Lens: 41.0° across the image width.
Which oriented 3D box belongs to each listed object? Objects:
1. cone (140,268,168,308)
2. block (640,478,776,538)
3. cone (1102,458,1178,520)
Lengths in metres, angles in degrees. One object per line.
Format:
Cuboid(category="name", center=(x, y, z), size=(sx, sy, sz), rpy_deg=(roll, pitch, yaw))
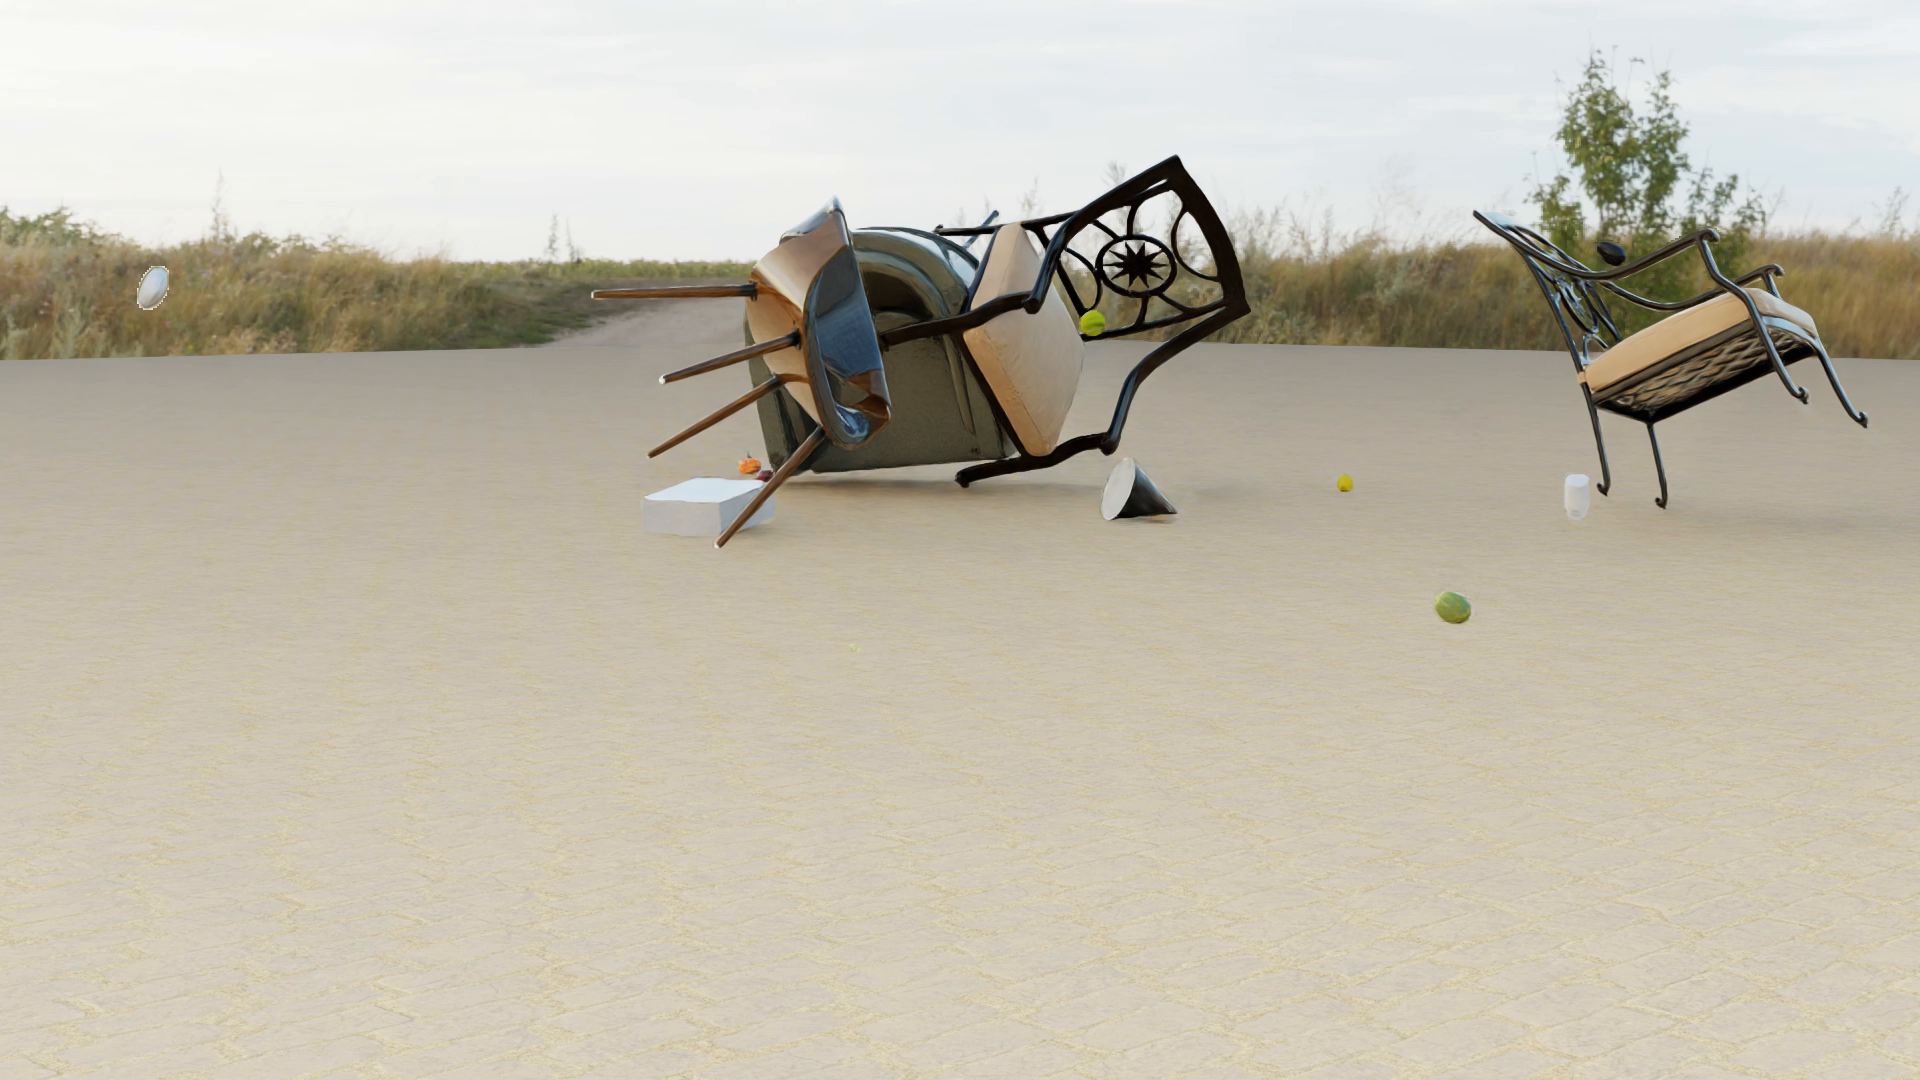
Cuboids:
Cuboid(category="cone", center=(-2.008, -0.626, 6.402), size=(0.058, 0.107, 0.065), rpy_deg=(23, 0, -28))
Cuboid(category="block", center=(-0.647, -0.084, 6.612), size=(0.245, 0.091, 0.244), rpy_deg=(3, 16, 30))
Cuboid(category="cone", center=(0.512, -0.106, 6.969), size=(0.218, 0.178, 0.116), rpy_deg=(21, 0, -33))
